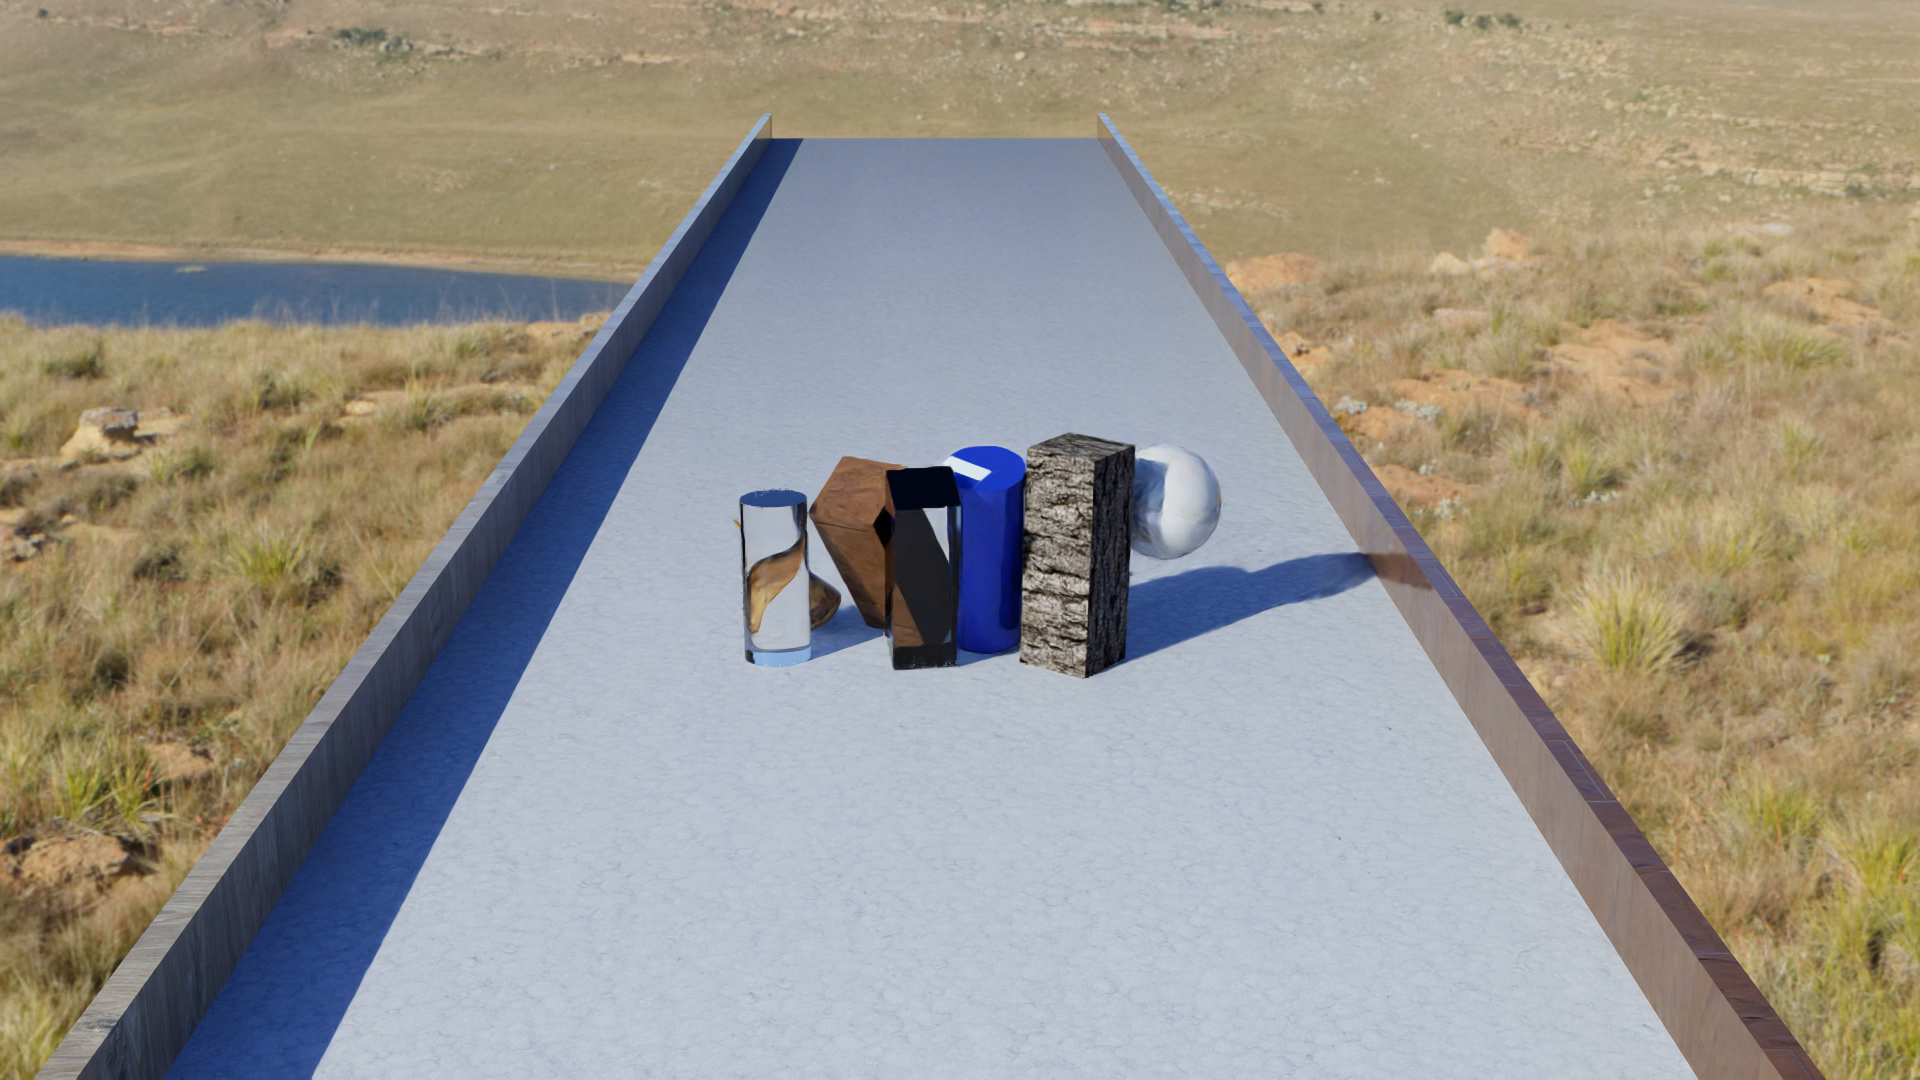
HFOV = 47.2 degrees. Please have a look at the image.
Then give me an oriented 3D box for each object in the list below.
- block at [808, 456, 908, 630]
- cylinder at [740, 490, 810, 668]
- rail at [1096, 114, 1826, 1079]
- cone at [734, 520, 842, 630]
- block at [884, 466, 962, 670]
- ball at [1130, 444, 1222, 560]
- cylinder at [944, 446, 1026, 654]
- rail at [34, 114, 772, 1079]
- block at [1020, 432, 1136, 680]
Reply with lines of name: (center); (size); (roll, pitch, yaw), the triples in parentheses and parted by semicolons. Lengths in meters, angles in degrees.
block: (-0.149, 0.017, 4.482); (0.154, 0.369, 0.154); (11, 55, 30)
cylinder: (-0.368, 0.076, 4.392); (0.134, 0.330, 0.134); (0, 17, 0)
rail: (0.932, -0.844, 7.801); (0.050, 0.150, 12.000); (0, 17, -1)
cone: (-0.378, 0.050, 4.527); (0.111, 0.305, 0.111); (-26, 37, 22)
block: (-0.075, 0.058, 4.285); (0.126, 0.403, 0.126); (-5, 40, -8)
ball: (0.417, -0.077, 4.484); (0.236, 0.236, 0.236); (0, 17, 0)
cylinder: (0.050, 0.022, 4.397); (0.162, 0.399, 0.162); (-1, 36, 0)
rail: (-1.118, -0.838, 7.780); (0.050, 0.150, 12.000); (0, 17, -1)
block: (0.231, 0.029, 4.344); (0.154, 0.443, 0.154); (13, 21, 33)
